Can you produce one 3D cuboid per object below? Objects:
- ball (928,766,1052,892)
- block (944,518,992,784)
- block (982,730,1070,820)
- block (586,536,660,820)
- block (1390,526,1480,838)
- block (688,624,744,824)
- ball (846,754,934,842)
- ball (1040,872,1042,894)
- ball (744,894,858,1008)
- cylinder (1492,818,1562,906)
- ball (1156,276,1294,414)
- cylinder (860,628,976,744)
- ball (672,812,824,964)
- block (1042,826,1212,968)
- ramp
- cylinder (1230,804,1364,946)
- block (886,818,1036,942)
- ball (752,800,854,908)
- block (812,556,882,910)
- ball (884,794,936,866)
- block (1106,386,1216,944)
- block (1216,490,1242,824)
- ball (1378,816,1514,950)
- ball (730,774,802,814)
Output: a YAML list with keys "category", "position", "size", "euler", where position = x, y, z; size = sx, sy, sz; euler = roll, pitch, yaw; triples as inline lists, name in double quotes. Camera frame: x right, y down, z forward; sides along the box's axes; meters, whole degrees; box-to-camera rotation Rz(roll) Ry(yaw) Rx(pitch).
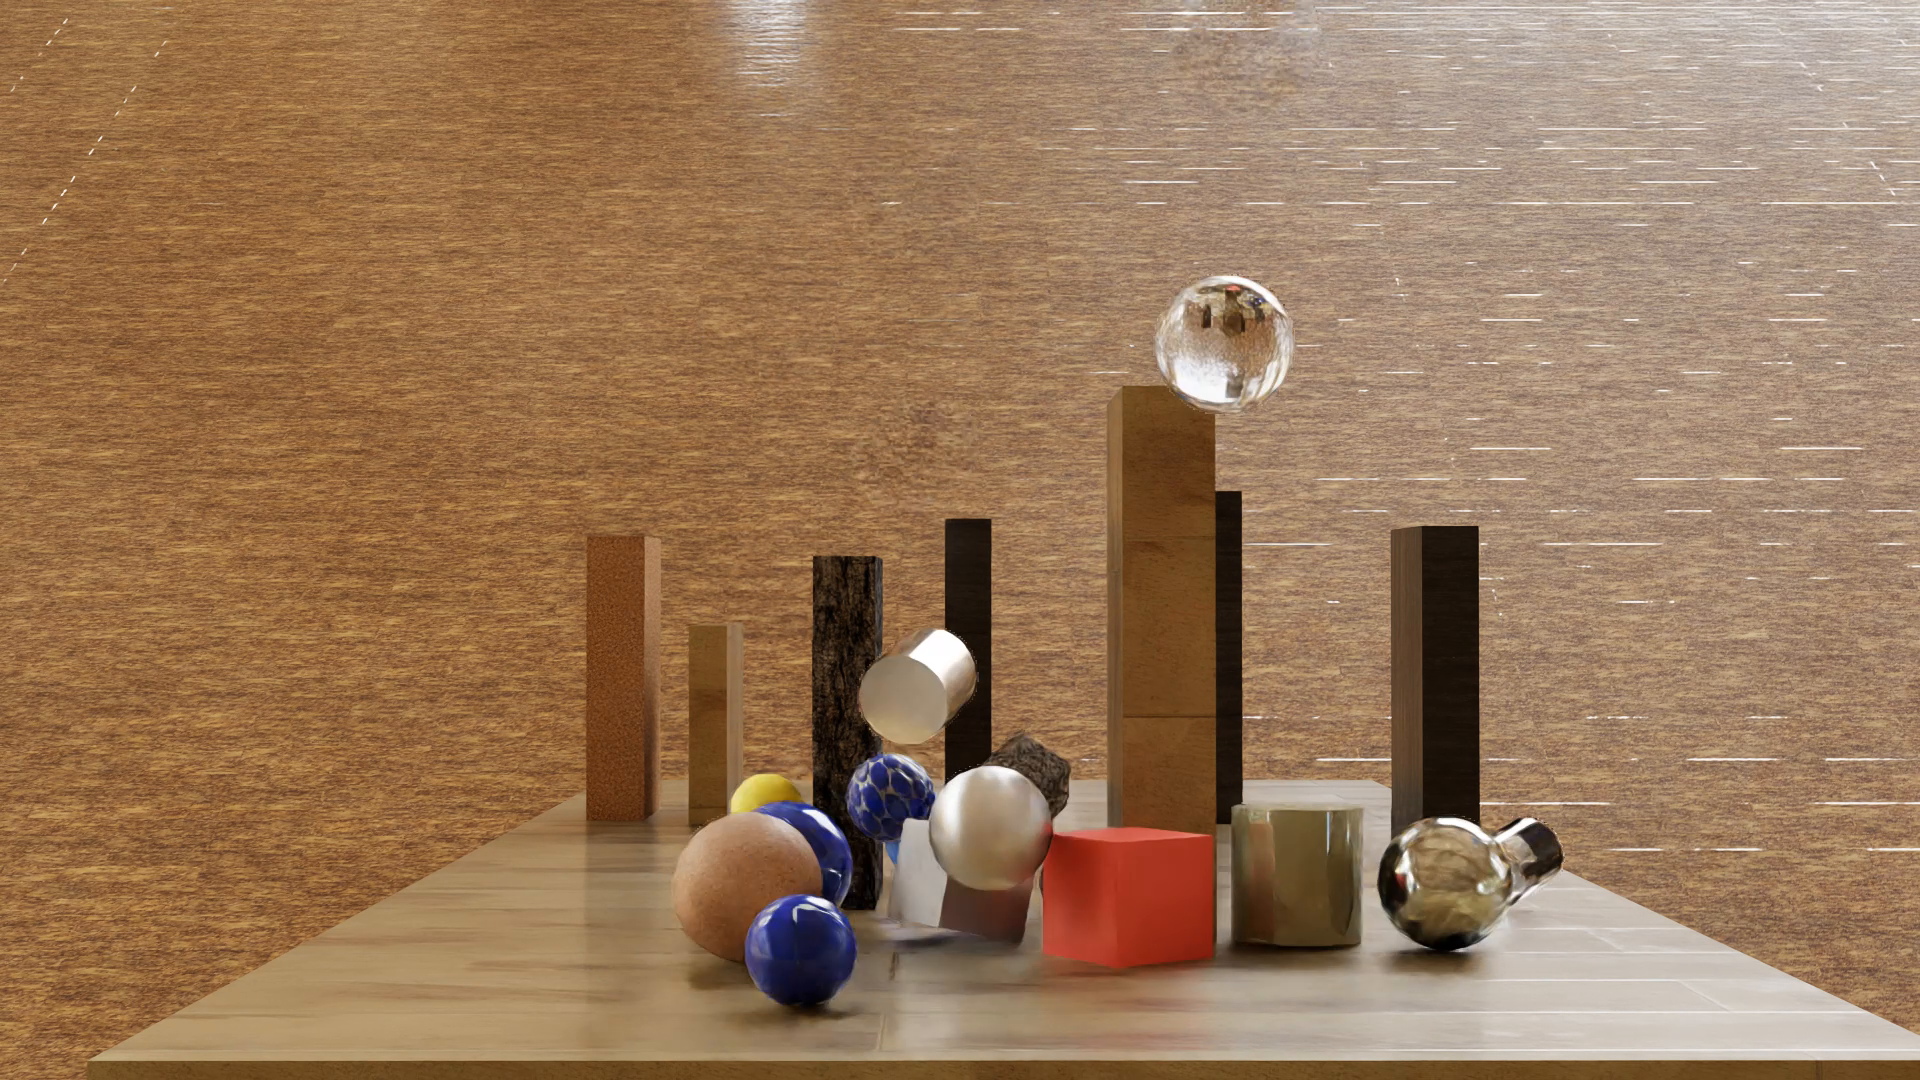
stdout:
- category: "ball"
  position: [0.041, 0.389, 3.496]
  size: [0.168, 0.168, 0.168]
  euler: [0, 33, 0]
- category: "block"
  position: [0.019, 0.283, 6.059]
  size: [0.106, 0.659, 0.269]
  euler: [0, -1, 0]
- category: "block"
  position: [0.111, 0.439, 4.604]
  size: [0.118, 0.118, 0.118]
  euler: [32, 55, 25]
- category: "block"
  position: [-0.743, 0.301, 5.745]
  size: [0.125, 0.612, 0.309]
  euler: [0, -1, 0]
- category: "block"
  position: [0.891, 0.284, 4.877]
  size: [0.104, 0.613, 0.339]
  euler: [0, -1, 0]
- category: "block"
  position: [-0.535, 0.396, 5.714]
  size: [0.081, 0.420, 0.416]
  euler: [0, -1, 0]
- category: "ball"
  position: [-0.106, 0.392, 3.940]
  size: [0.135, 0.135, 0.135]
  euler: [0, 33, 0]
- category: "ball"
  position: [0.175, 0.517, 3.909]
  size: [0.110, 0.110, 0.110]
  euler: [0, 33, 0]
- category: "ball"
  position: [-0.191, 0.491, 3.105]
  size: [0.135, 0.135, 0.135]
  euler: [0, 33, 0]
- category: "cylinder"
  position: [0.861, 0.502, 4.034]
  size: [0.108, 0.108, 0.108]
  euler: [28, 33, 36]
- category: "ball"
  position: [0.274, -0.203, 2.690]
  size: [0.143, 0.143, 0.143]
  euler: [0, 33, 0]
- category: "cylinder"
  position: [-0.051, 0.179, 3.189]
  size: [0.114, 0.114, 0.114]
  euler: [10, 18, 15]
- category: "ball"
  position: [-0.283, 0.465, 3.473]
  size: [0.201, 0.201, 0.201]
  euler: [0, 33, 0]
- category: "block"
  position: [0.228, 0.484, 3.540]
  size: [0.165, 0.165, 0.165]
  euler: [1, -1, -35]
- category: "ramp"
  position: [0.073, 0.639, 4.751]
  size: [2.000, 0.100, 4.000]
  euler: [0, -1, 0]
- category: "cylinder"
  position: [0.479, 0.473, 3.687]
  size: [0.187, 0.187, 0.187]
  euler: [0, -3, 0]
- category: "block"
  position: [0.004, 0.484, 3.691]
  size: [0.143, 0.143, 0.143]
  euler: [16, -9, -31]
- category: "ball"
  position: [-0.251, 0.474, 3.755]
  size: [0.193, 0.193, 0.193]
  euler: [0, 33, 0]
- category: "block"
  position: [-0.181, 0.304, 4.233]
  size: [0.098, 0.550, 0.399]
  euler: [0, -1, 0]
- category: "ball"
  position: [-0.059, 0.511, 4.479]
  size: [0.145, 0.145, 0.145]
  euler: [0, 33, 0]
- category: "block"
  position: [0.295, 0.179, 3.858]
  size: [0.131, 0.787, 0.394]
  euler: [0, -1, 0]
- category: "block"
  position: [0.549, 0.252, 5.669]
  size: [0.103, 0.707, 0.305]
  euler: [0, -1, 0]
- category: "ball"
  position: [0.669, 0.473, 3.576]
  size: [0.184, 0.184, 0.184]
  euler: [0, 33, 0]
- category: "ball"
  position: [-0.301, 0.421, 4.047]
  size: [0.115, 0.115, 0.115]
  euler: [0, 33, 0]
